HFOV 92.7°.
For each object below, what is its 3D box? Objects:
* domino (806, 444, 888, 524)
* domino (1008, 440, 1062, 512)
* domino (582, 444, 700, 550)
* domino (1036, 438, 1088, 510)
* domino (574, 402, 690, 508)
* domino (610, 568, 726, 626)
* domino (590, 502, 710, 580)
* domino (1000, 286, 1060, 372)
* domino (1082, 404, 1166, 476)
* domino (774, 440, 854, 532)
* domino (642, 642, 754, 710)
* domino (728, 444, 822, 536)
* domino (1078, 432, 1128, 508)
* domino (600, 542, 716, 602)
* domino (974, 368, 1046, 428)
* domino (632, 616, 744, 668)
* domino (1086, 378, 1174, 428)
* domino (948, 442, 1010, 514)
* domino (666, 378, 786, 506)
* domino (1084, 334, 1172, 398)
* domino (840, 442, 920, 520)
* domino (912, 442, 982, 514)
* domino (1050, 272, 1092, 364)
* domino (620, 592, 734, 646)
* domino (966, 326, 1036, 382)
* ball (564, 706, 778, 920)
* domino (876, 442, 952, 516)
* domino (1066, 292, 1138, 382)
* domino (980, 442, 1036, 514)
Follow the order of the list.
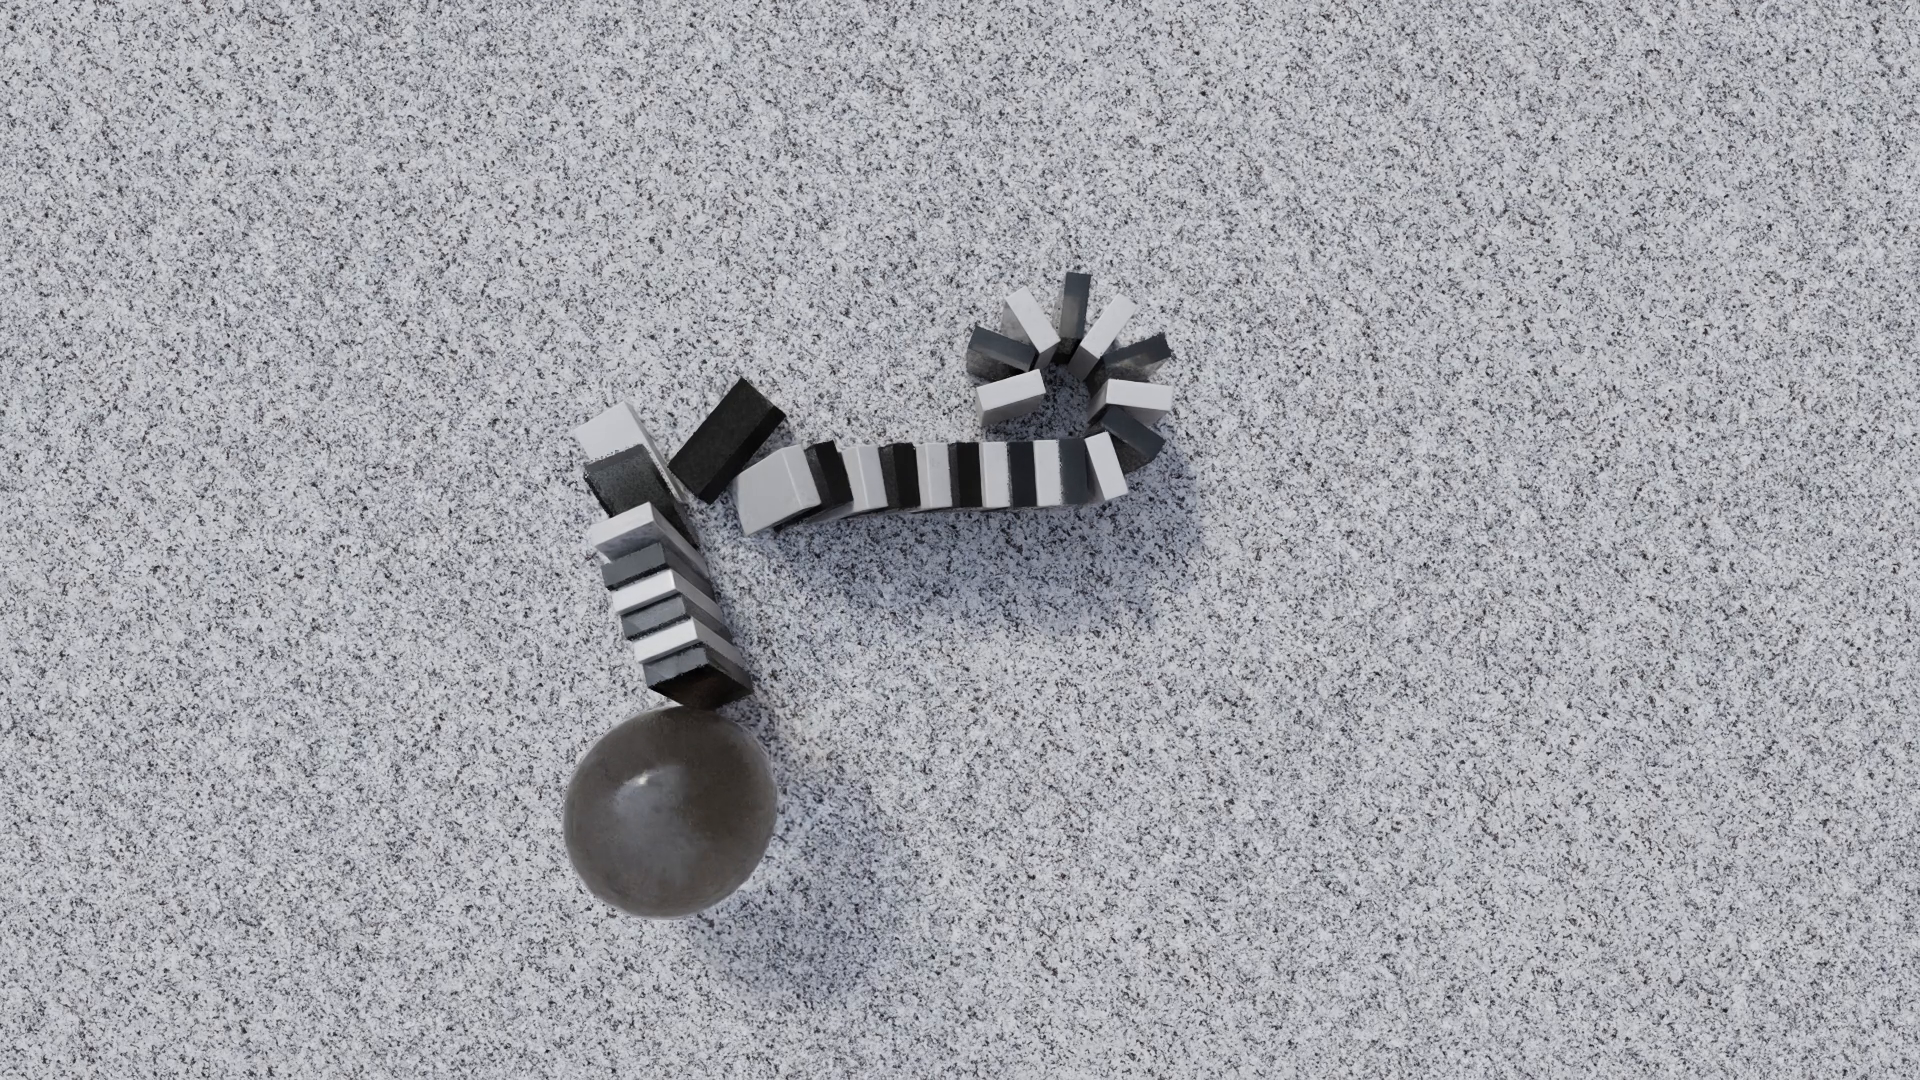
[{"bbox_3d":[-0.049,-0.022,0.378,0.009,0.050,0.025,-10,90,-39],"label":"domino"},{"bbox_3d":[0.028,-0.025,0.375,0.009,0.050,0.025,-4,90,-13],"label":"domino"},{"bbox_3d":[-0.132,-0.013,0.381,0.025,0.009,0.050,-22,125,-2],"label":"domino"},{"bbox_3d":[0.040,-0.026,0.375,0.009,0.050,0.025,-4,90,-8],"label":"domino"},{"bbox_3d":[-0.142,-0.031,0.395,0.025,0.010,0.050,-30,90,0],"label":"domino"},{"bbox_3d":[-0.118,0.029,0.375,0.025,0.050,0.010,-22,66,0],"label":"domino"},{"bbox_3d":[-0.126,0.006,0.376,0.025,0.050,0.009,-23,59,-1],"label":"domino"},{"bbox_3d":[0.028,-0.084,0.375,0.010,0.050,0.025,-32,90,0],"label":"domino"},{"bbox_3d":[0.065,-0.040,0.375,0.025,0.050,0.009,34,87,-1],"label":"domino"},{"bbox_3d":[-0.065,-0.021,0.378,0.009,0.050,0.025,-19,90,-40],"label":"domino"},{"bbox_3d":[-0.106,0.057,0.375,0.025,0.050,0.010,-22,66,0],"label":"domino"},{"bbox_3d":[-0.077,-0.020,0.378,0.010,0.050,0.025,-19,90,-40],"label":"domino"},{"bbox_3d":[0.054,-0.028,0.375,0.009,0.050,0.025,-19,91,-5],"label":"domino"},{"bbox_3d":[-0.122,0.019,0.375,0.025,0.050,0.010,-22,66,0],"label":"domino"},{"bbox_3d":[0.020,-0.057,0.375,0.025,0.050,0.009,-17,90,0],"label":"domino"},{"bbox_3d":[-0.110,0.048,0.375,0.025,0.050,0.010,-22,66,0],"label":"domino"},{"bbox_3d":[0.068,-0.055,0.375,0.025,0.050,0.010,7,88,0],"label":"domino"},{"bbox_3d":[0.006,-0.025,0.375,0.010,0.050,0.025,-3,90,-19],"label":"domino"},{"bbox_3d":[-0.099,-0.042,0.390,0.025,0.010,0.050,40,90,30],"label":"domino"},{"bbox_3d":[0.068,-0.070,0.375,0.025,0.050,0.010,-20,89,0],"label":"domino"},{"bbox_3d":[-0.035,-0.024,0.377,0.010,0.050,0.025,-8,90,-35],"label":"domino"},{"bbox_3d":[-0.007,-0.024,0.375,0.009,0.050,0.025,-3,90,-25],"label":"domino"},{"bbox_3d":[0.044,-0.090,0.375,0.010,0.050,0.025,7,90,0],"label":"domino"},{"bbox_3d":[-0.114,0.038,0.375,0.025,0.050,0.009,-22,66,0],"label":"domino"},{"bbox_3d":[0.016,-0.073,0.375,0.025,0.050,0.010,22,90,0],"label":"domino"},{"bbox_3d":[-0.112,0.106,0.360,0.080,0.080,0.080,0,90,0],"label":"ball"},{"bbox_3d":[-0.021,-0.024,0.376,0.010,0.050,0.025,-4,90,-31],"label":"domino"},{"bbox_3d":[0.057,-0.082,0.375,0.009,0.050,0.025,37,90,0],"label":"domino"},{"bbox_3d":[0.018,-0.025,0.375,0.010,0.050,0.025,-4,90,-13],"label":"domino"}]
